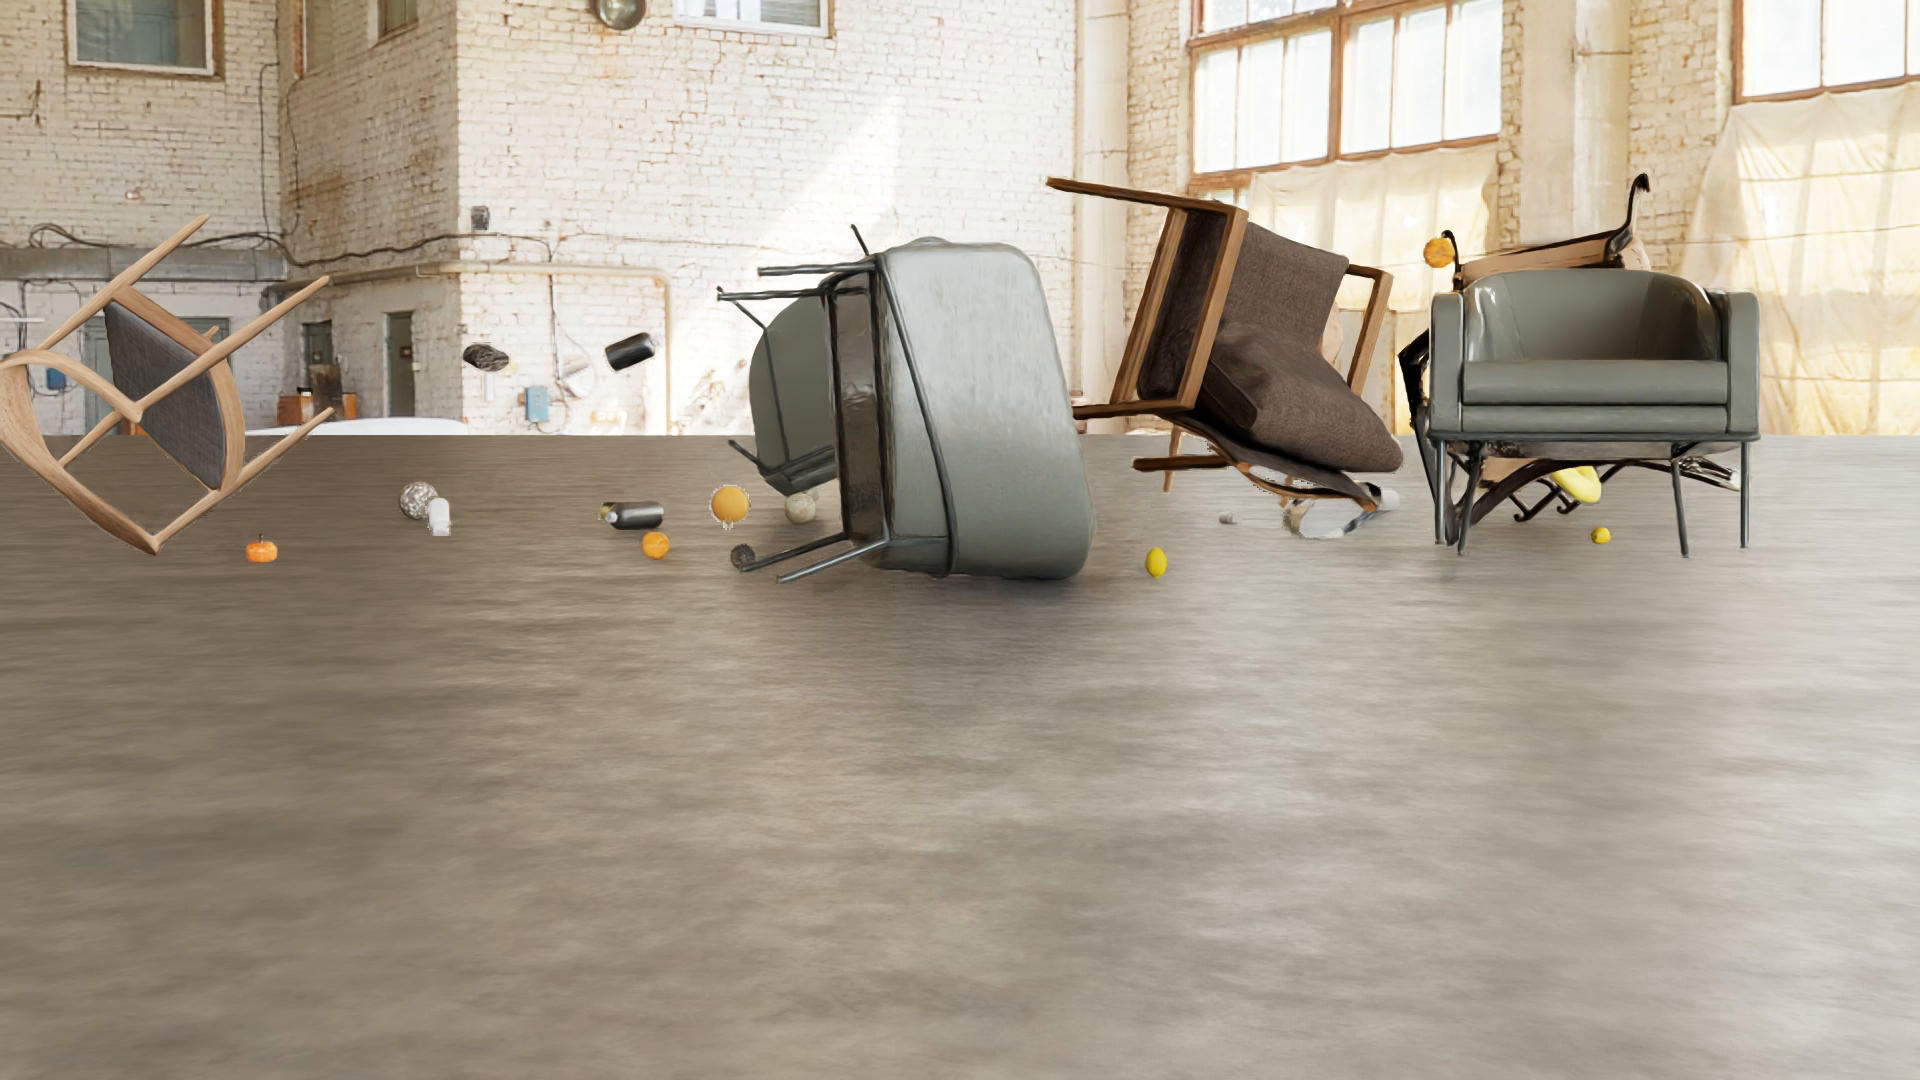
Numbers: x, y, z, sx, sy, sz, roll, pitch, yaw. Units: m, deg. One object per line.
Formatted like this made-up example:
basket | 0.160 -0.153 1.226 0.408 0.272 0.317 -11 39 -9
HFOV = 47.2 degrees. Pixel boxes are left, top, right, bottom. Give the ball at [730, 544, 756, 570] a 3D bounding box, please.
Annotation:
ball | -0.539 0.042 5.459 0.065 0.065 0.065 0 4 0

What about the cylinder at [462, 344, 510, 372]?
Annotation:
cylinder | -1.295 -0.498 6.008 0.100 0.060 0.079 -10 25 -41

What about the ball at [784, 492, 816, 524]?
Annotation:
ball | -0.530 -0.104 7.285 0.106 0.106 0.106 0 4 0

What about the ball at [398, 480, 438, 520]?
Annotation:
ball | -1.856 -0.135 7.534 0.134 0.134 0.134 0 4 0

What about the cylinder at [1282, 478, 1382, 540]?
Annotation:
cylinder | 1.123 -0.094 6.645 0.272 0.137 0.217 -27 5 -2

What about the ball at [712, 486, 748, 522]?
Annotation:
ball | -0.771 -0.119 7.378 0.122 0.122 0.122 0 4 0

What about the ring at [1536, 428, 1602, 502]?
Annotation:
ring | 1.932 -0.236 6.986 0.282 0.068 0.295 38 30 -19

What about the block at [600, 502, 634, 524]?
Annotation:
block | -1.135 -0.088 7.288 0.070 0.052 0.081 3 -12 40
